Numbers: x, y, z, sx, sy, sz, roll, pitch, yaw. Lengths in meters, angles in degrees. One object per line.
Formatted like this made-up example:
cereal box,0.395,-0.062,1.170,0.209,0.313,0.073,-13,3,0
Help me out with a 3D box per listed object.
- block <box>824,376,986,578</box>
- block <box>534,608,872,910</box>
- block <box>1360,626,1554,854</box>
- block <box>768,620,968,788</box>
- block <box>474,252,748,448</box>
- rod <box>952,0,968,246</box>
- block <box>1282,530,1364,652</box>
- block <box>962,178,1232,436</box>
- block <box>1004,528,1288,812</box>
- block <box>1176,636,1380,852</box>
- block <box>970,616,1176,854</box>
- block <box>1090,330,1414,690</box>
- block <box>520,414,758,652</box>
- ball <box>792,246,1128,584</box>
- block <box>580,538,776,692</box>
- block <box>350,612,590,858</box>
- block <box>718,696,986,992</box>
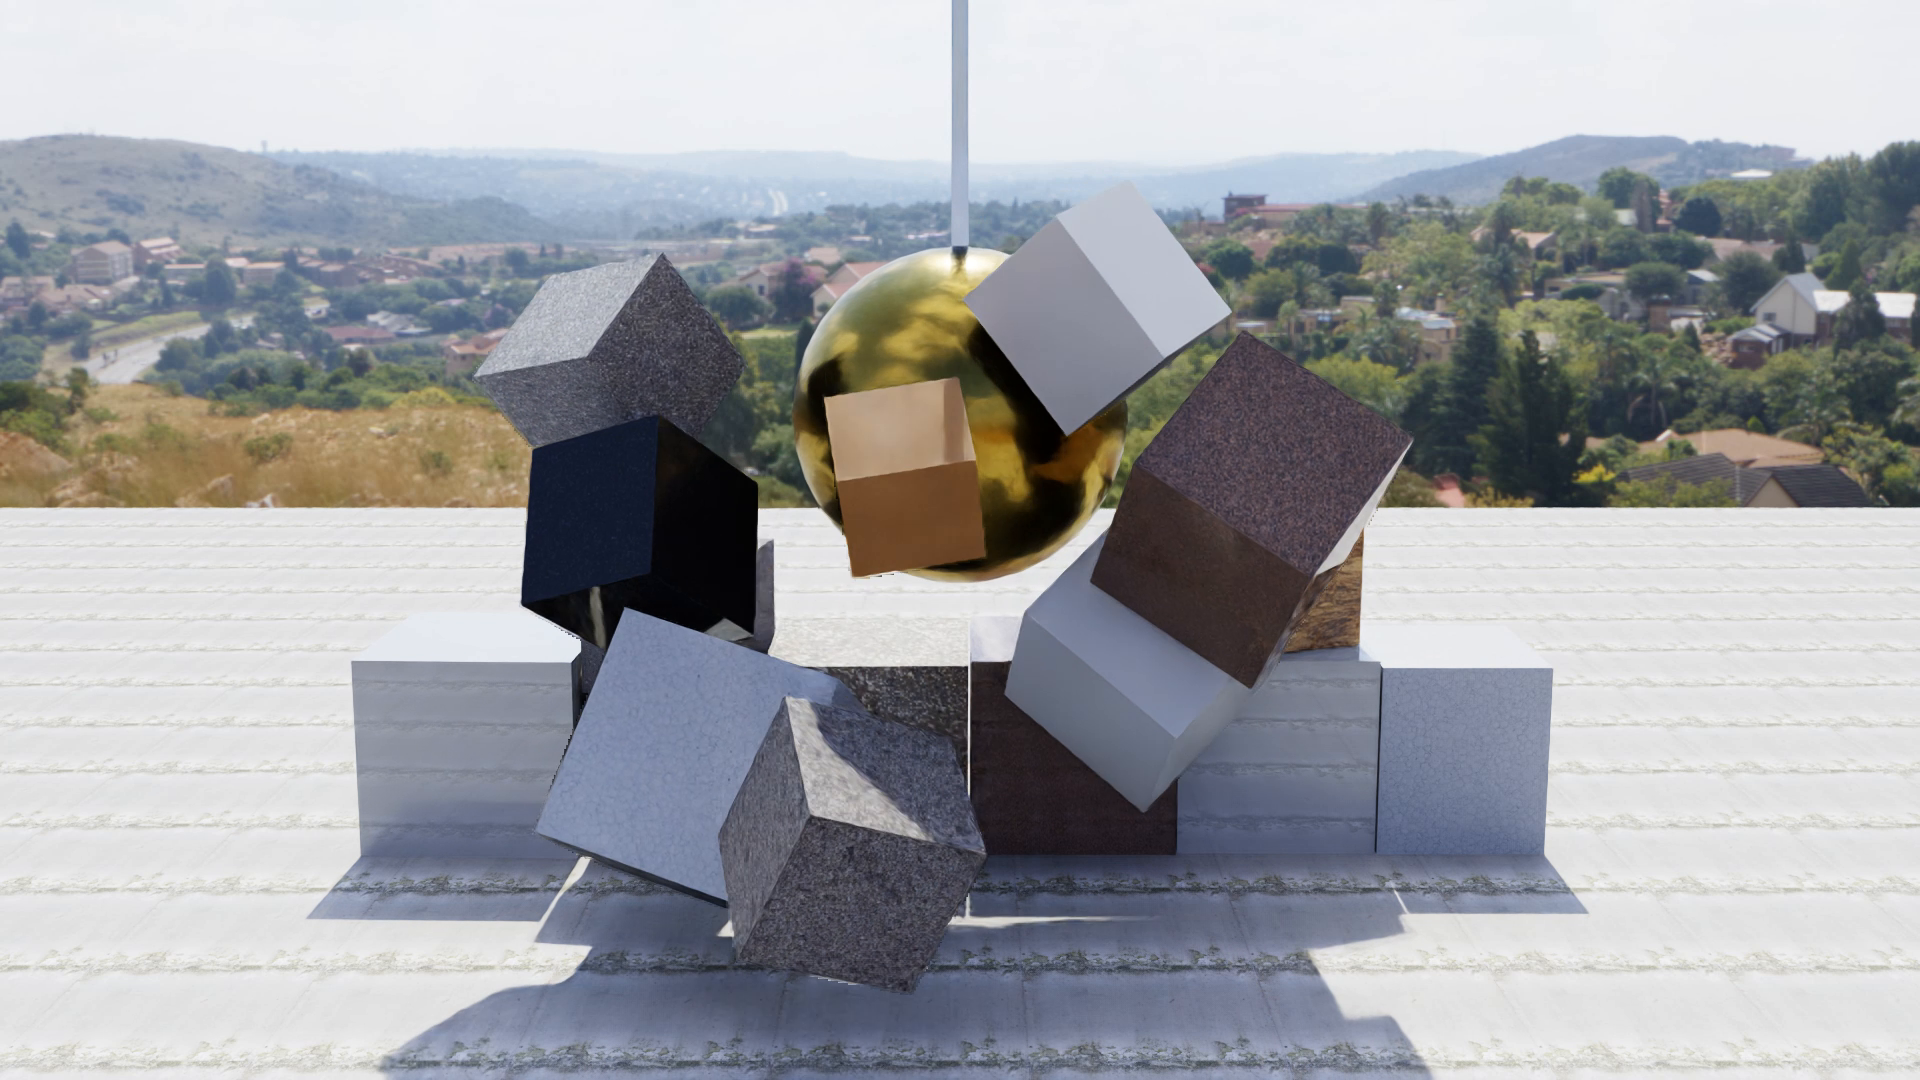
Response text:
block,-0.230,-0.261,9.221,0.569,0.581,0.501,-9,47,-3
block,-1.048,1.027,9.528,0.981,0.999,1.055,17,-13,13
block,2.494,1.010,11.344,0.834,0.954,0.963,0,10,0
block,-0.461,1.000,11.360,1.010,0.968,1.037,0,10,0
block,-1.631,-0.795,10.315,0.796,0.711,0.703,-5,44,40
rod,0.000,-3.981,10.201,0.080,5.200,0.080,0,5,0
block,1.541,0.168,11.274,0.724,0.661,0.757,-4,11,-24
block,0.606,-1.024,9.624,0.619,0.749,0.720,-38,-2,37
block,0.899,0.495,10.279,0.883,0.920,0.970,40,66,15
block,1.575,0.993,11.353,0.985,0.984,0.946,0,10,0
block,0.561,0.988,11.368,1.016,0.990,1.038,0,10,0
block,1.247,-0.124,9.542,0.861,0.974,0.890,34,60,12
block,-1.419,0.011,9.861,0.686,0.759,0.798,-13,-28,25
ball,0.000,-0.592,10.483,1.600,1.600,1.600,0,10,0
block,-1.419,0.374,11.158,0.779,0.665,0.779,2,10,10
block,-2.417,0.982,11.375,1.083,0.997,1.126,0,10,2
block,-0.428,1.157,8.367,0.706,0.710,0.710,16,28,-22
